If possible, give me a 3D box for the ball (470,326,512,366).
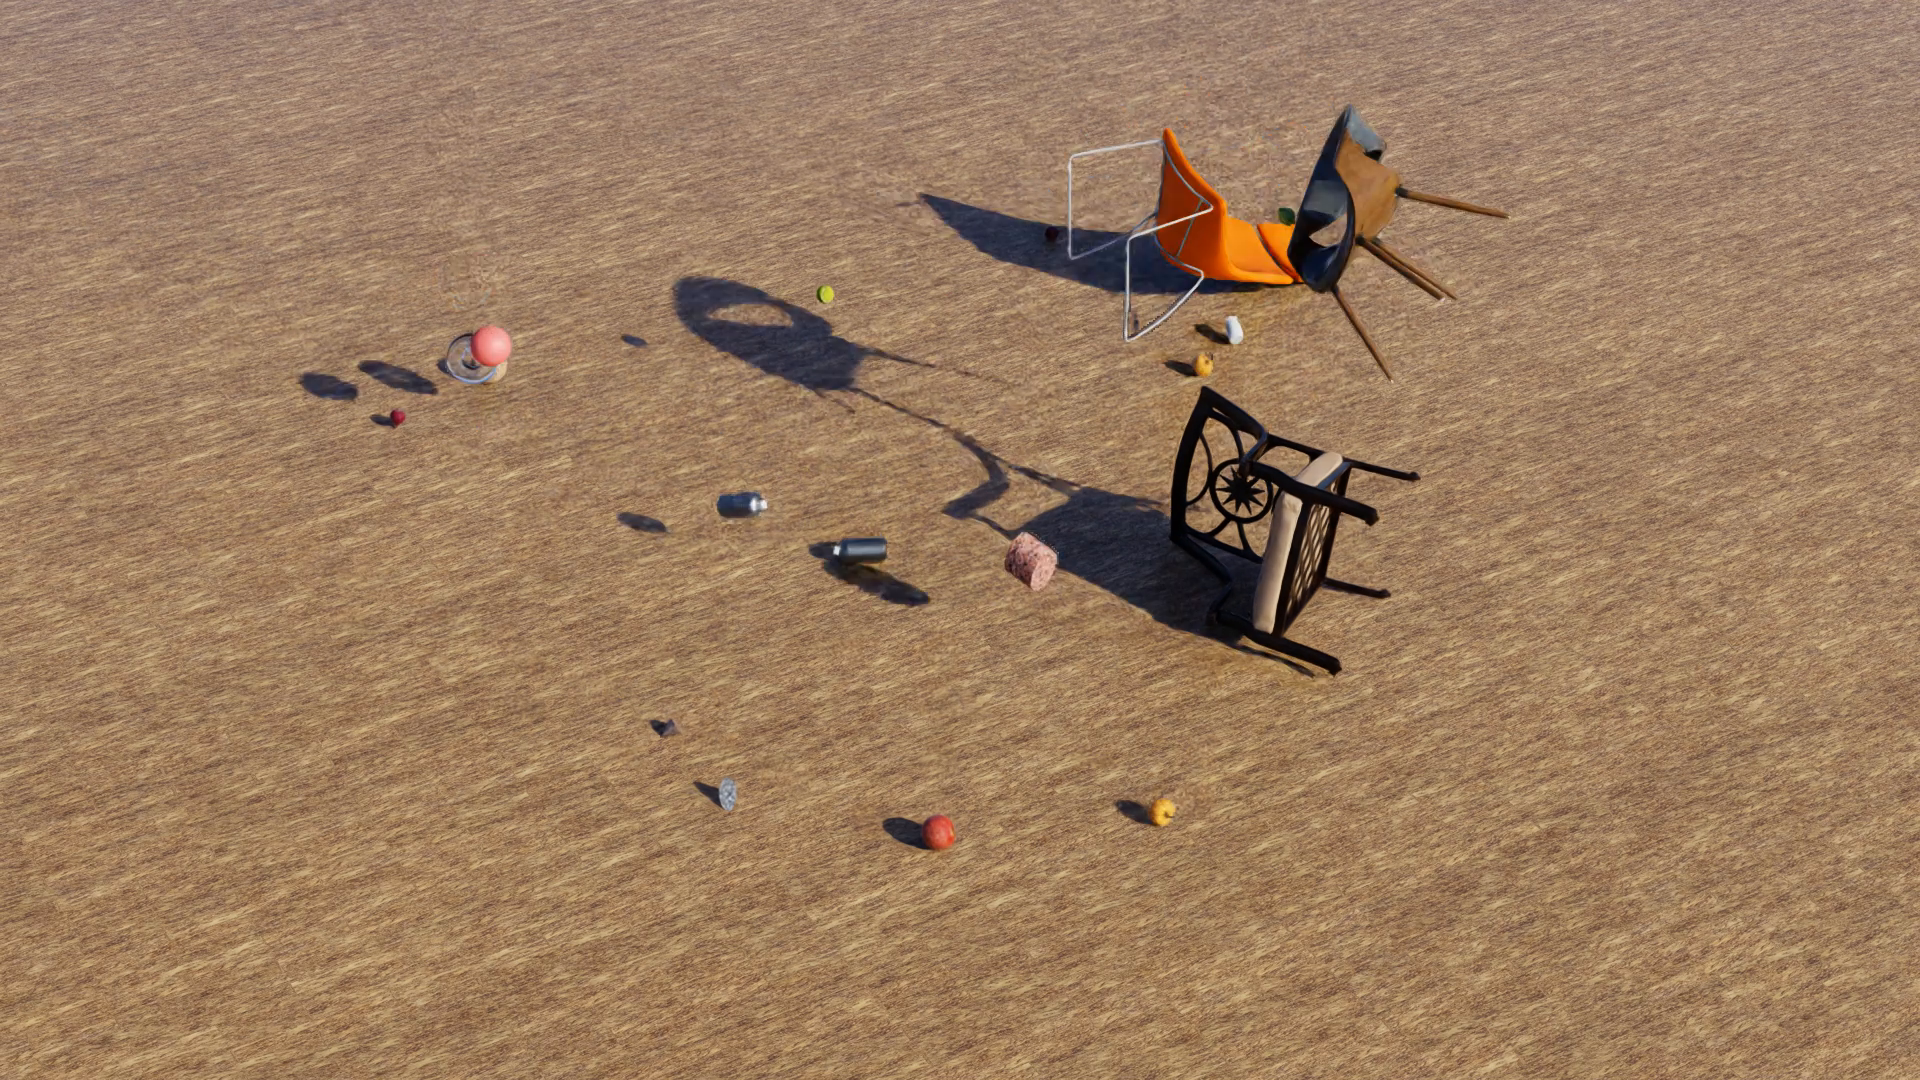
[{"bbox_3d":[-1.780,-0.736,11.119,0.155,0.155,0.155,0,33,0],"label":"ball"}]

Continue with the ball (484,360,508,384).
[{"bbox_3d":[-1.909,-0.706,11.884,0.146,0.146,0.146,0,33,0],"label":"ball"}]

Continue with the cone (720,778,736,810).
[{"bbox_3d":[-0.752,0.836,9.638,0.059,0.108,0.069,-3,-6,15],"label":"cone"}]

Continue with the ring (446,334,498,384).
[{"bbox_3d":[-1.927,-0.717,11.591,0.207,0.213,0.049,22,23,-6],"label":"ring"}]
